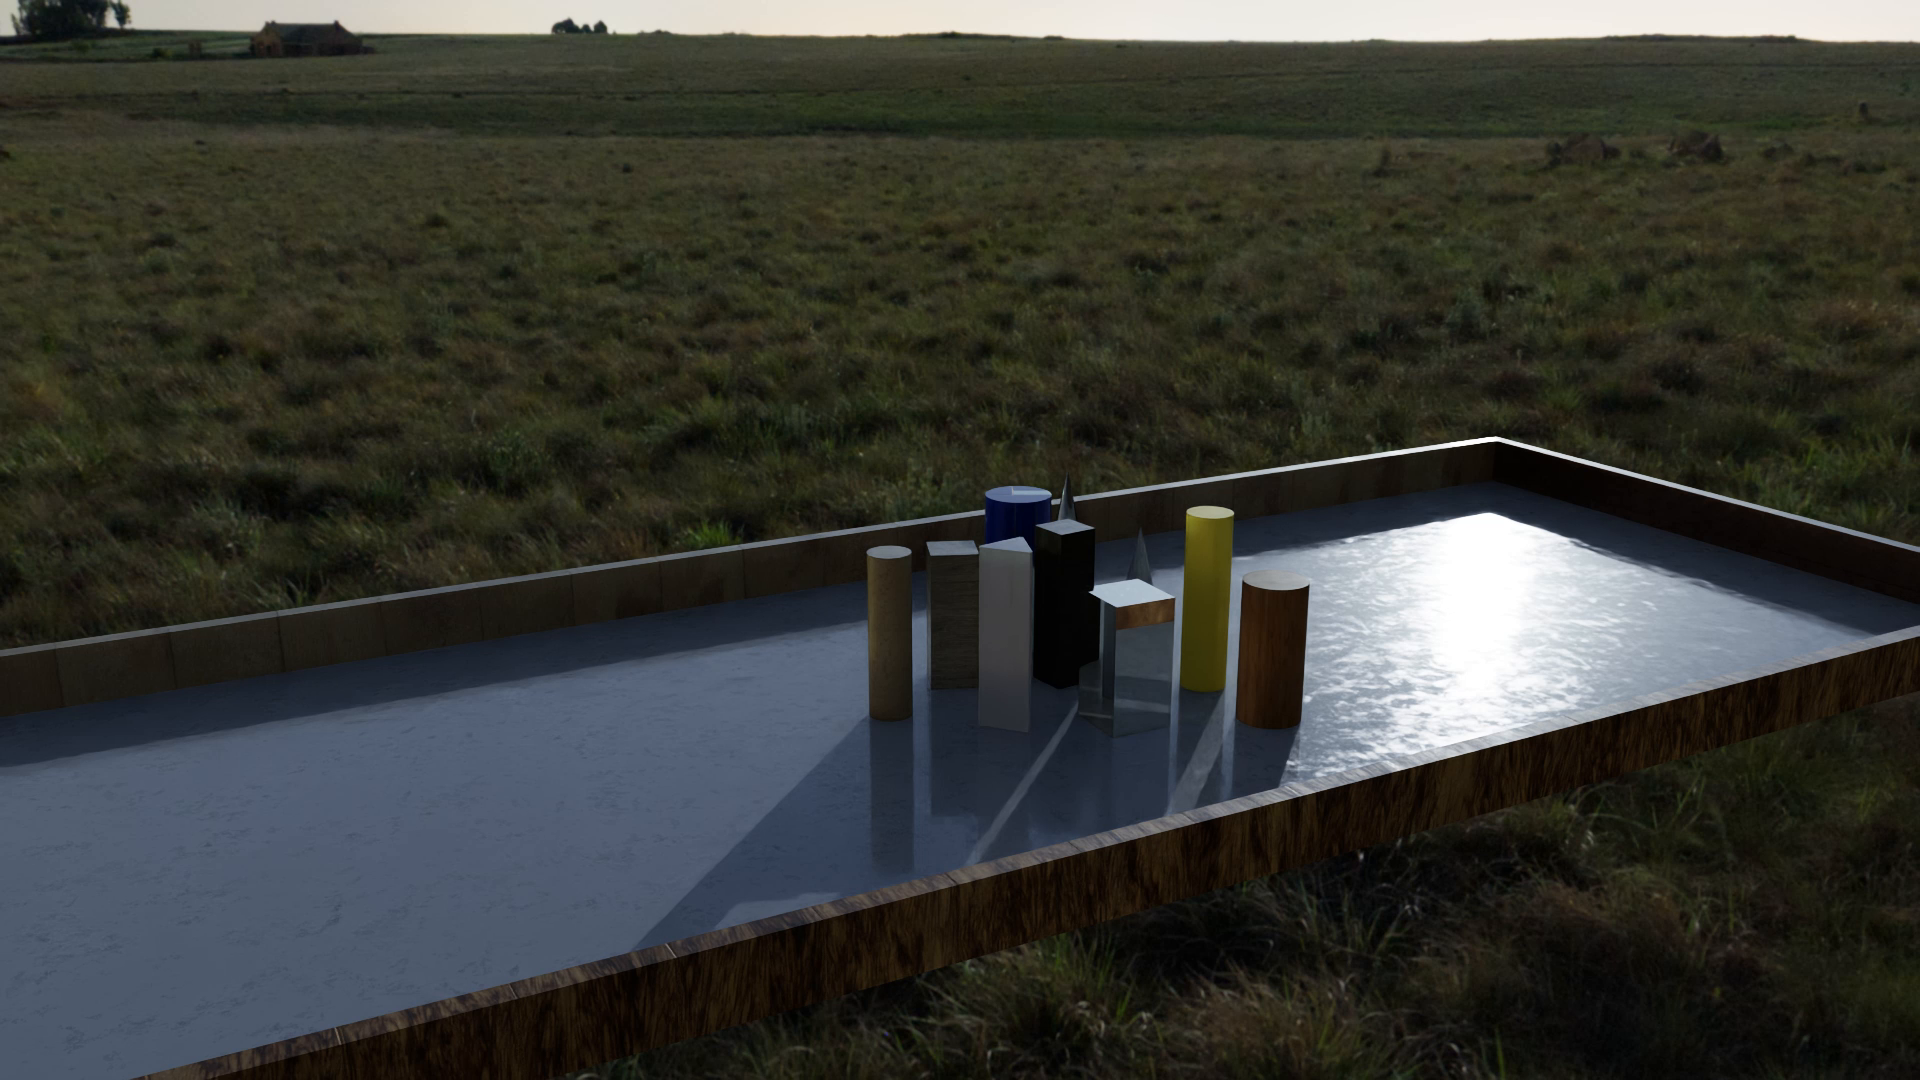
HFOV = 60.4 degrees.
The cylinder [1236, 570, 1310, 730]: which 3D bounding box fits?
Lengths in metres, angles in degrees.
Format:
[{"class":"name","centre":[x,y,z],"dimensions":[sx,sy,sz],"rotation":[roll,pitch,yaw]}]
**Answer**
[{"class":"cylinder","centre":[0.733,0.256,3.876],"dimensions":[0.154,0.342,0.154],"rotation":[0,16,0]}]

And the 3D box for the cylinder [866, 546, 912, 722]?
[{"class":"cylinder","centre":[-0.165,0.221,3.888],"dimensions":[0.104,0.403,0.104],"rotation":[0,16,0]}]

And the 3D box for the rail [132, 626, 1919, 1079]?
[{"class":"rail","centre":[-2.336,1.006,1.665],"dimensions":[12.000,0.150,0.050],"rotation":[-9,18,-27]}]

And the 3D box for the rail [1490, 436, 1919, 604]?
[{"class":"rail","centre":[2.466,-0.048,5.253],"dimensions":[0.050,0.150,2.100],"rotation":[-9,18,-27]}]

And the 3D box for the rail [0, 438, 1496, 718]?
[{"class":"rail","centre":[-3.305,0.497,3.399],"dimensions":[12.000,0.150,0.050],"rotation":[-9,18,-27]}]

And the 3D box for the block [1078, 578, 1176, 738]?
[{"class":"block","centre":[0.387,0.275,3.855],"dimensions":[0.158,0.319,0.158],"rotation":[-8,18,-25]}]

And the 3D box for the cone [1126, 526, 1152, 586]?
[{"class":"cone","centre":[0.470,0.125,4.333],"dimensions":[0.152,0.337,0.152],"rotation":[0,16,0]}]

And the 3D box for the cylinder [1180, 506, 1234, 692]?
[{"class":"cylinder","centre":[0.608,0.146,4.068],"dimensions":[0.114,0.445,0.114],"rotation":[0,16,0]}]

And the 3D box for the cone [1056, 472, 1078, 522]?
[{"class":"cone","centre":[0.297,0.003,4.608],"dimensions":[0.171,0.416,0.171],"rotation":[0,16,0]}]

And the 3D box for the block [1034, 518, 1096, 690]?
[{"class":"block","centre":[0.258,0.159,4.106],"dimensions":[0.105,0.399,0.105],"rotation":[-11,20,-33]}]

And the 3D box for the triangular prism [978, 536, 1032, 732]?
[{"class":"triangular prism","centre":[0.123,0.216,3.843],"dimensions":[0.127,0.437,0.110],"rotation":[6,18,21]}]

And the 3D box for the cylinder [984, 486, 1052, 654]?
[{"class":"cylinder","centre":[0.152,0.080,4.349],"dimensions":[0.172,0.414,0.172],"rotation":[0,16,0]}]

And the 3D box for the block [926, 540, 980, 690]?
[{"class":"block","centre":[-0.019,0.186,4.106],"dimensions":[0.118,0.347,0.118],"rotation":[-2,16,-6]}]
